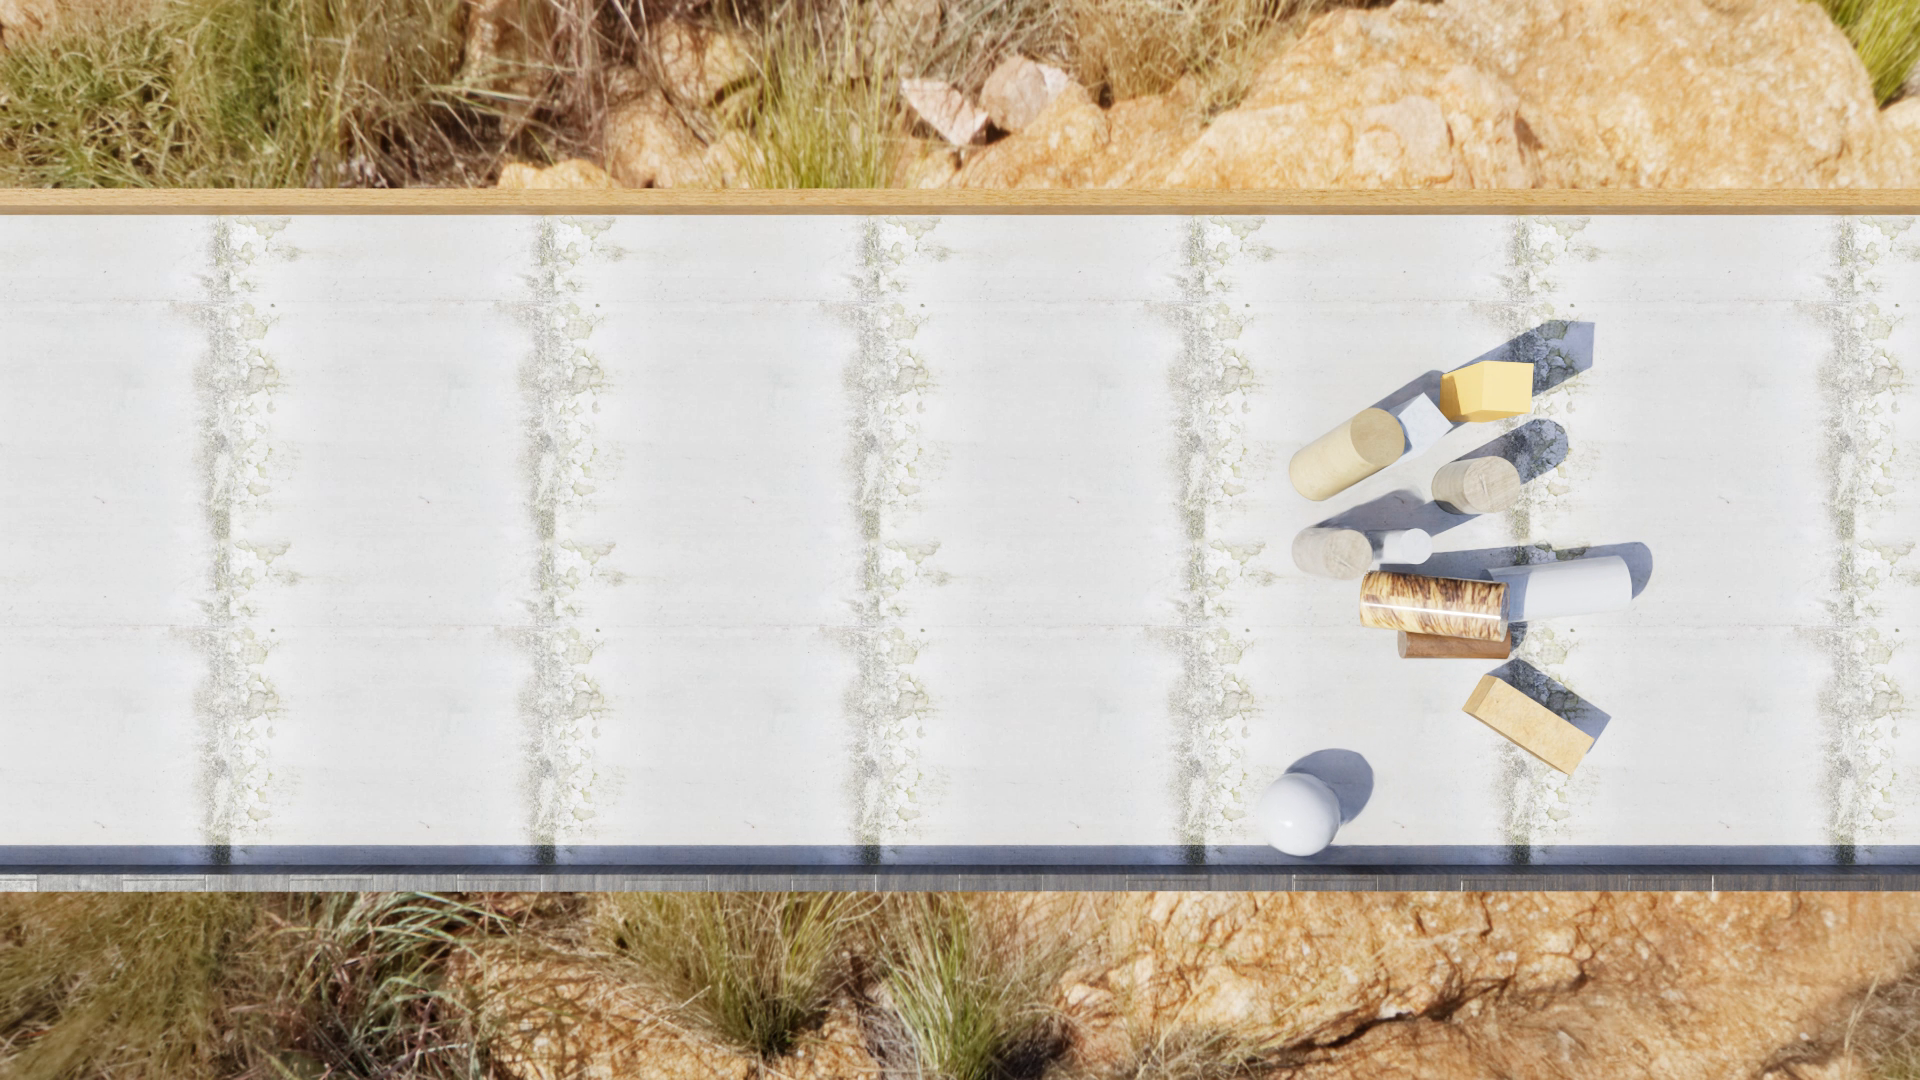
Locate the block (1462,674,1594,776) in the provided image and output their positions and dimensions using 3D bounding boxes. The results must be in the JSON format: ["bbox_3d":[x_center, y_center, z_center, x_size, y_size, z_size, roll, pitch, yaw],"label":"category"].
[{"bbox_3d":[1.723,0.560,5.011,0.344,0.131,0.131,33,90,0],"label":"block"}]

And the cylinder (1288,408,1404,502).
[{"bbox_3d":[1.138,-0.248,4.873,0.175,0.369,0.175,4,74,-16],"label":"cylinder"}]

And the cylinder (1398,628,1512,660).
[{"bbox_3d":[1.503,0.308,5.021,0.314,0.110,0.110,0,90,0],"label":"cylinder"}]

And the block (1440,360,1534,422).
[{"bbox_3d":[1.546,-0.433,4.867,0.138,0.419,0.138,3,90,0],"label":"block"}]

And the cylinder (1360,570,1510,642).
[{"bbox_3d":[1.412,0.194,4.908,0.405,0.175,0.175,5,90,27],"label":"cylinder"}]

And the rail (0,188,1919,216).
[{"bbox_3d":[-2.247,-1.025,5.002,12.000,0.150,0.050,0,90,0],"label":"rail"}]

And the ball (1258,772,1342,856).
[{"bbox_3d":[1.020,0.824,4.953,0.247,0.247,0.247,0,90,0],"label":"ball"}]

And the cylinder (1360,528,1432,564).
[{"bbox_3d":[1.282,0.020,4.903,0.102,0.334,0.102,0,89,-10],"label":"cylinder"}]

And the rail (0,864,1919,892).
[{"bbox_3d":[-2.247,1.025,5.001,12.000,0.150,0.050,0,90,0],"label":"rail"}]

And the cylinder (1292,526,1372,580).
[{"bbox_3d":[1.104,0.037,4.915,0.147,0.309,0.147,0,92,-5],"label":"cylinder"}]

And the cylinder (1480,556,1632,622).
[{"bbox_3d":[1.798,0.151,4.992,0.401,0.170,0.170,-6,90,0],"label":"cylinder"}]

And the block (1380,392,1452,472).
[{"bbox_3d":[1.316,-0.317,4.914,0.130,0.306,0.130,-41,90,-11],"label":"block"}]

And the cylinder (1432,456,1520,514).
[{"bbox_3d":[1.533,-0.160,4.915,0.165,0.324,0.165,0,90,0],"label":"cylinder"}]
